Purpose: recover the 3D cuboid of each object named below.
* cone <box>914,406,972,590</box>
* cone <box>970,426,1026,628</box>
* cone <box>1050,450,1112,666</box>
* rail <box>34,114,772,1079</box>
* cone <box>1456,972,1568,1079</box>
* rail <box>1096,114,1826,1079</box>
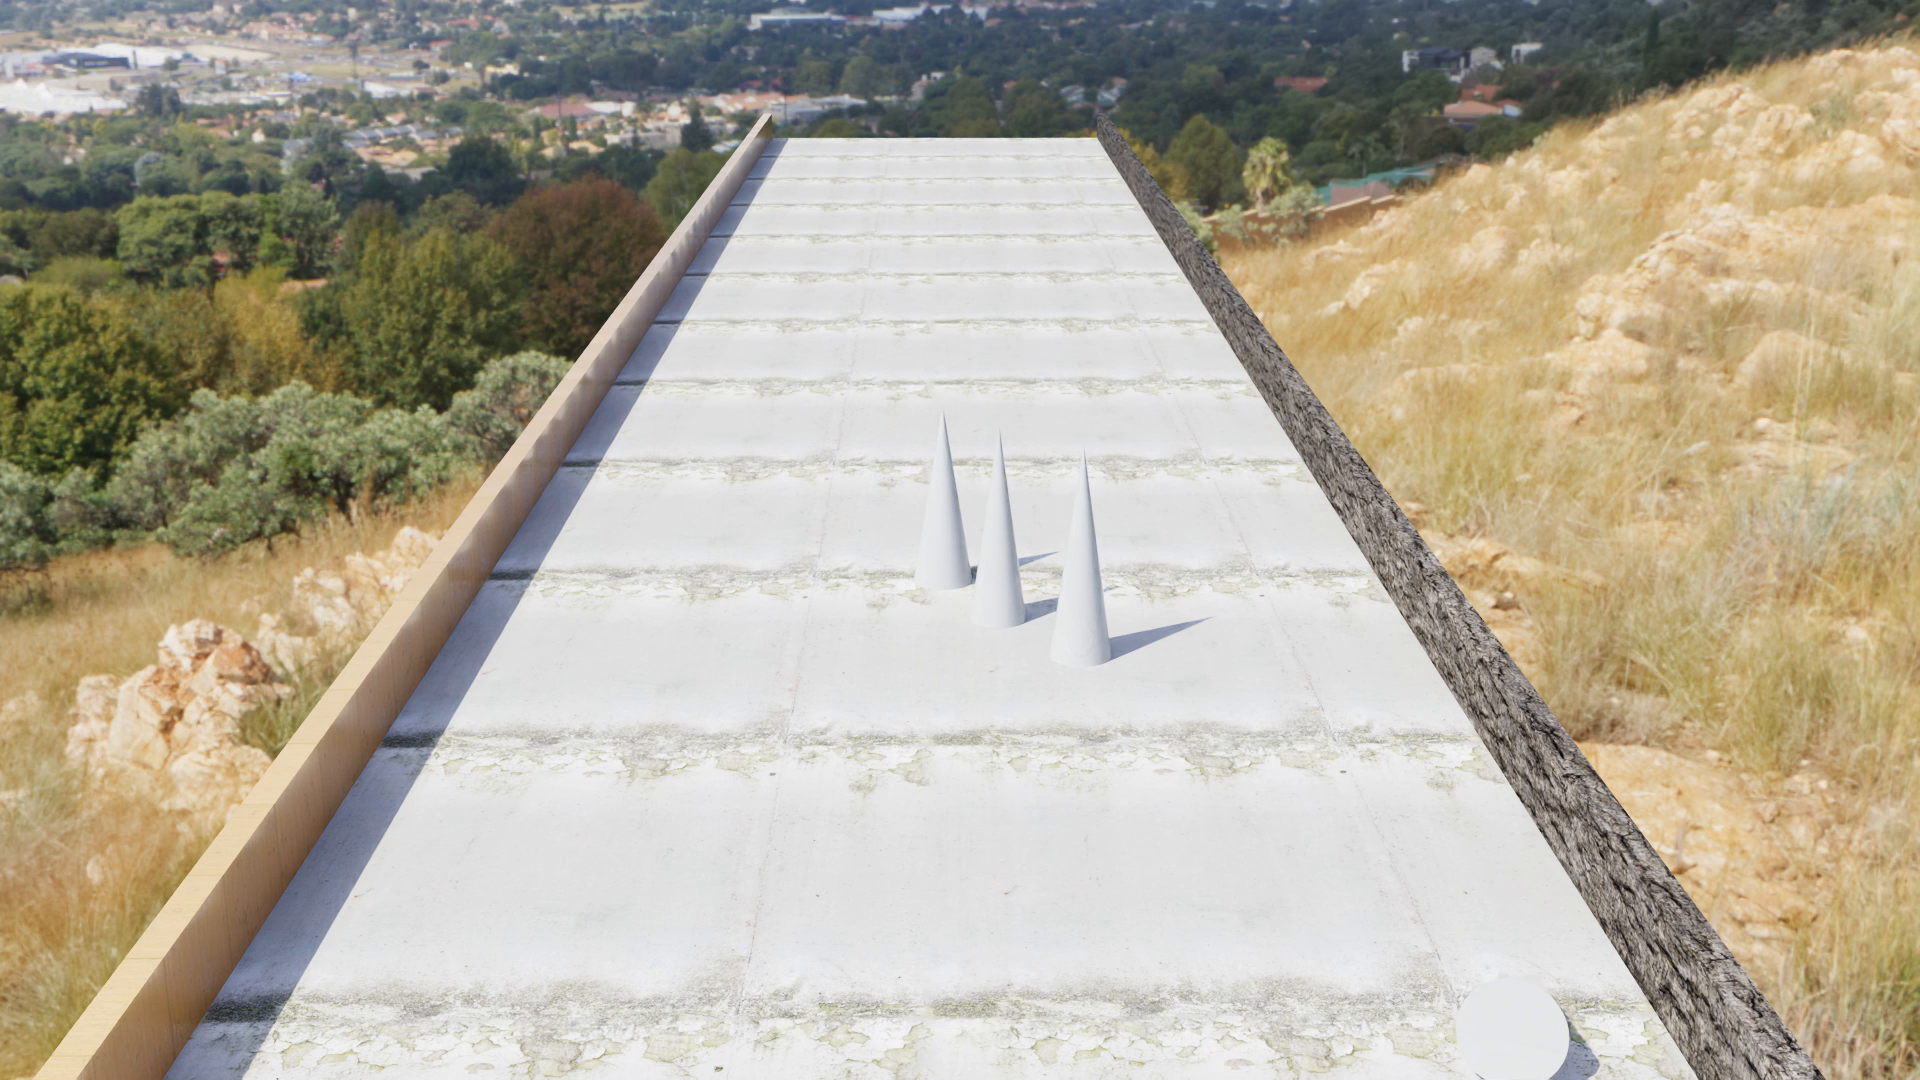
[{"bbox_3d":[-0.037,-0.101,4.861,0.132,0.403,0.132,0,17,0],"label":"cone"},{"bbox_3d":[0.081,-0.035,4.602,0.120,0.423,0.120,0,17,0],"label":"cone"},{"bbox_3d":[0.243,0.024,4.376,0.126,0.439,0.126,0,17,0],"label":"cone"},{"bbox_3d":[-1.118,-0.838,7.780,0.050,0.150,12.000,0,17,-1],"label":"rail"},{"bbox_3d":[0.769,0.628,2.993,0.143,0.143,0.329,6,5,20],"label":"cone"},{"bbox_3d":[0.932,-0.844,7.801,0.050,0.150,12.000,0,17,-1],"label":"rail"}]
